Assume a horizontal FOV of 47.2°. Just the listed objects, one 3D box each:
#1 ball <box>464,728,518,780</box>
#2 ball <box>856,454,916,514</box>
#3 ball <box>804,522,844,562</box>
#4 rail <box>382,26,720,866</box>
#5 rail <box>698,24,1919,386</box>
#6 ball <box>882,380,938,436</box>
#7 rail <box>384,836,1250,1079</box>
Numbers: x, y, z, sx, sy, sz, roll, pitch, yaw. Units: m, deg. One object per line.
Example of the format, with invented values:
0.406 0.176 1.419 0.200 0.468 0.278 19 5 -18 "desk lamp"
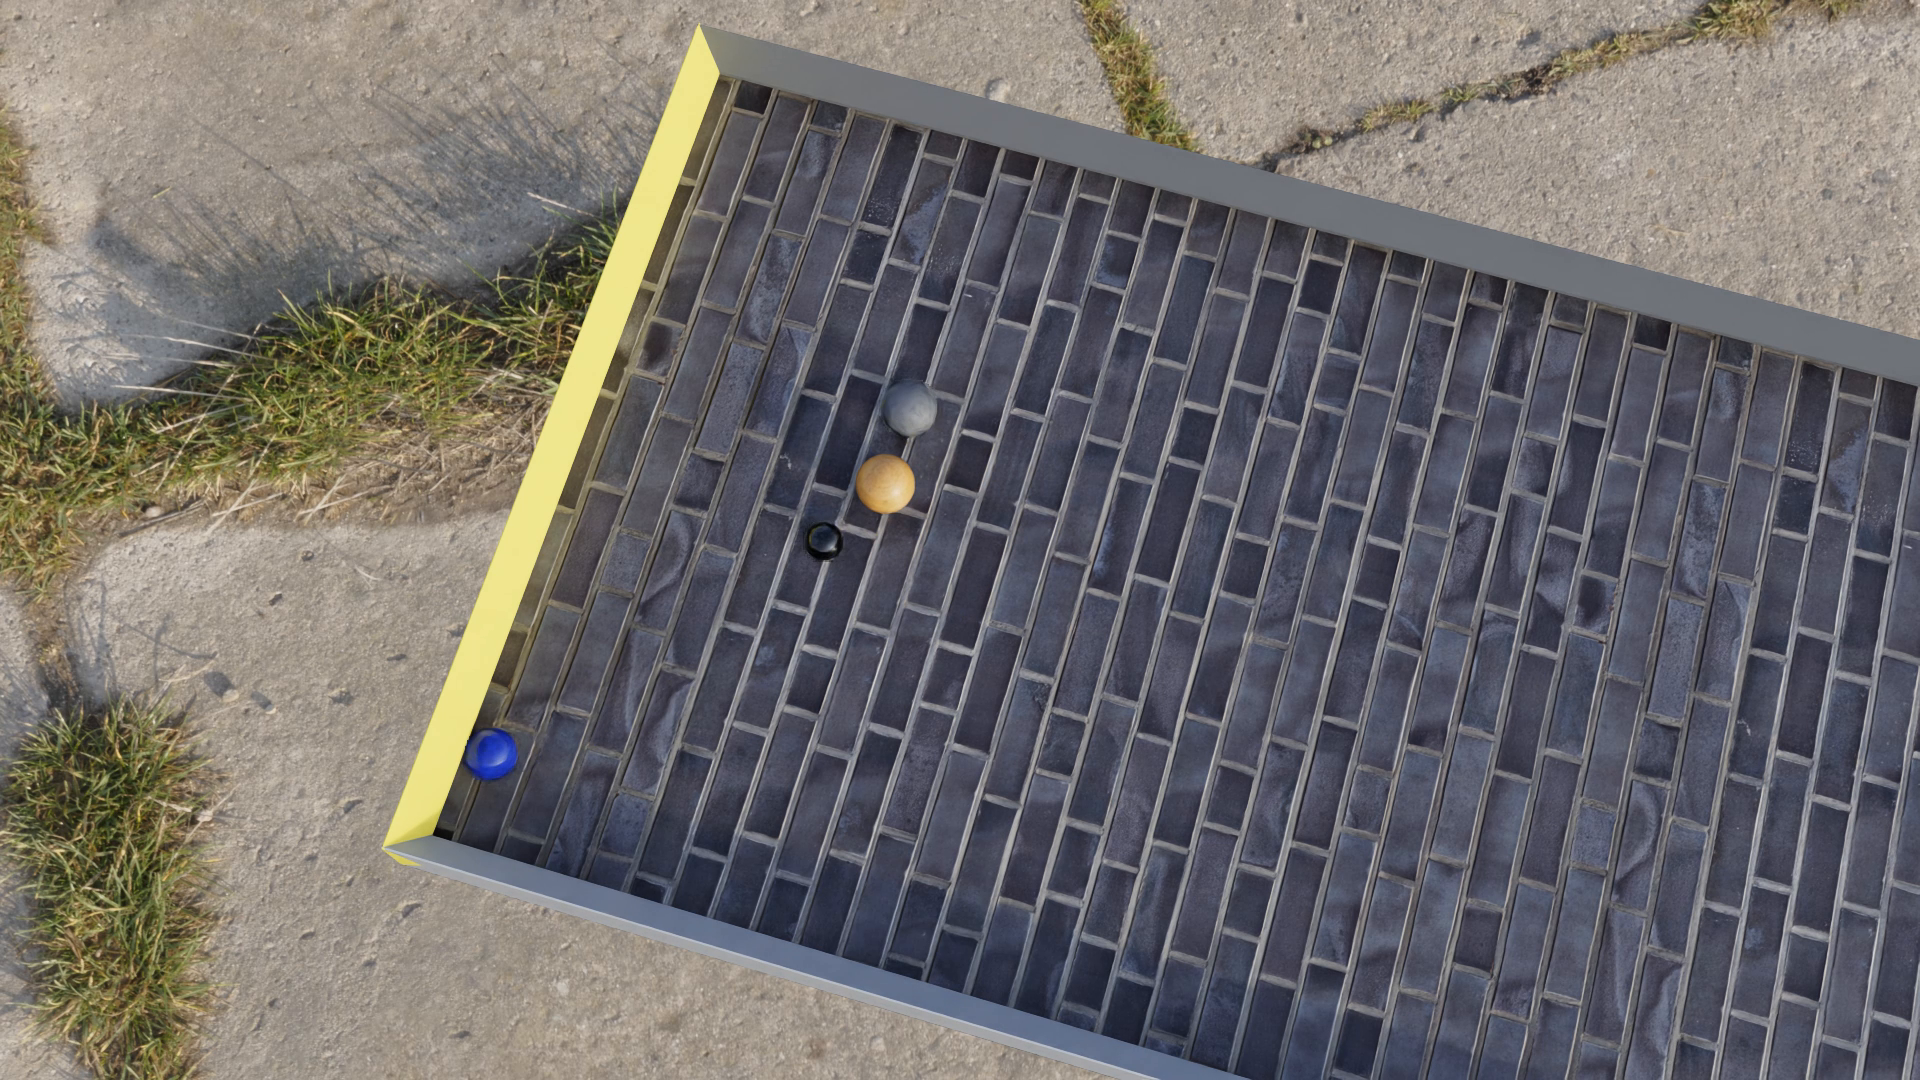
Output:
-0.705 0.322 3.306 0.079 0.079 0.079 0 71 0 "ball"
-0.117 -0.088 3.440 0.094 0.094 0.094 0 71 0 "ball"
-0.212 0.003 3.426 0.061 0.061 0.061 0 71 0 "ball"
-0.612 -0.177 3.455 0.045 0.122 1.431 16 72 5 "rail"
0.830 -0.457 3.552 2.645 0.122 0.045 16 72 5 "rail"
-0.080 -0.208 3.484 0.089 0.089 0.089 0 71 0 "ball"
0.439 0.797 3.118 2.645 0.122 0.045 16 72 5 "rail"
